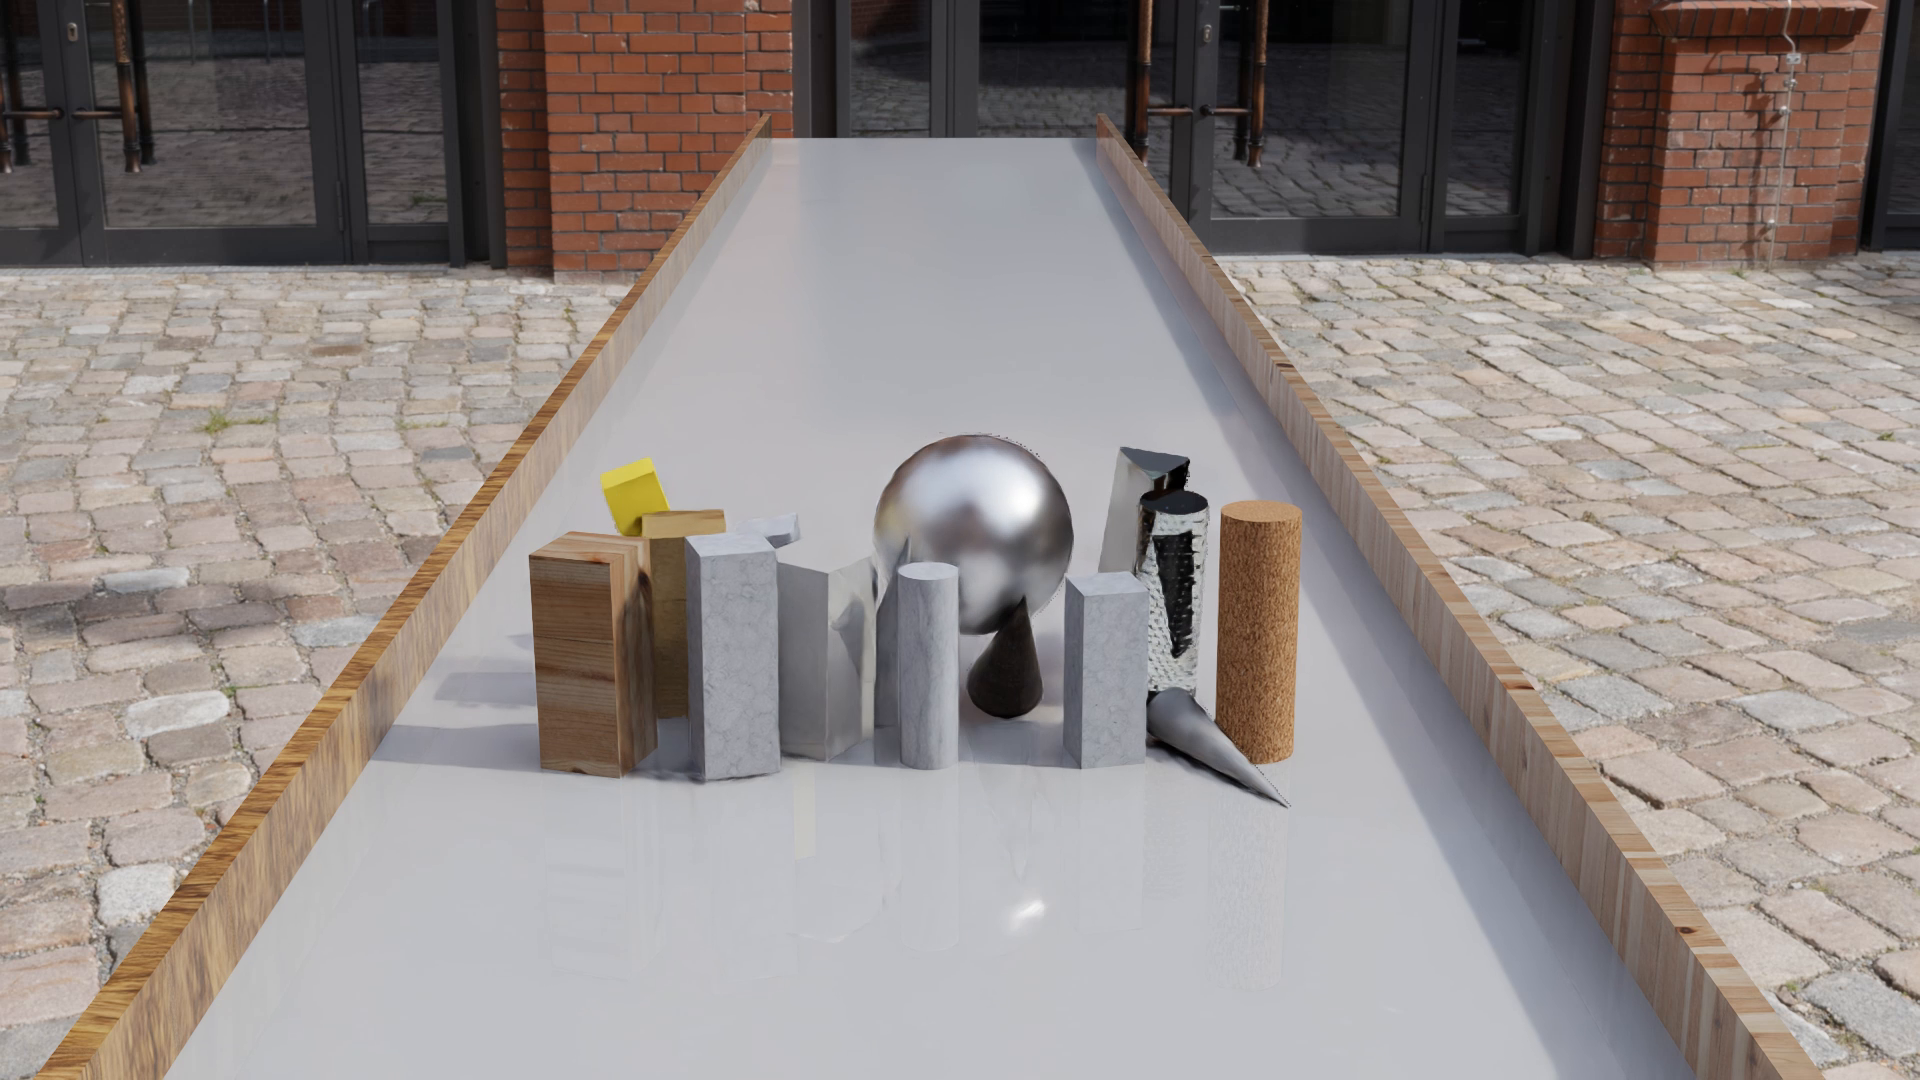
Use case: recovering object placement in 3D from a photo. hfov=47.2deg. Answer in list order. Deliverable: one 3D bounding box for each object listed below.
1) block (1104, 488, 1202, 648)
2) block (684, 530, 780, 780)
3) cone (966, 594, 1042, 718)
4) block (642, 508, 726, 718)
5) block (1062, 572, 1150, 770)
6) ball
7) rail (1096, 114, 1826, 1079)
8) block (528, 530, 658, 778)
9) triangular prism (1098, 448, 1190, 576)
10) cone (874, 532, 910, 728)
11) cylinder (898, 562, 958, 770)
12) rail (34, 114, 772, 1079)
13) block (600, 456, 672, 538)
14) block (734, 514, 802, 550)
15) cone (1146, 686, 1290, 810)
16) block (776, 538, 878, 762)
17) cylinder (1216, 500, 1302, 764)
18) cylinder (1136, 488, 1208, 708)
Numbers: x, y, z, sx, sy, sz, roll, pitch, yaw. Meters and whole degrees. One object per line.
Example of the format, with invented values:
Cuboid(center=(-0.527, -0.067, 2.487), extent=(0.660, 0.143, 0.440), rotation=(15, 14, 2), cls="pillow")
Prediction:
Cuboid(center=(0.371, 0.058, 4.418), extent=(0.113, 0.312, 0.113), rotation=(11, 37, -14), cls="block")
Cuboid(center=(-0.396, 0.200, 3.828), extent=(0.132, 0.403, 0.132), rotation=(-5, 16, -18), cls="block")
Cuboid(center=(0.099, 0.185, 4.019), extent=(0.144, 0.306, 0.144), rotation=(3, 54, -5), cls="cone")
Cuboid(center=(-0.511, 0.137, 4.128), extent=(0.153, 0.355, 0.153), rotation=(-3, 19, -7), cls="block")
Cuboid(center=(0.257, 0.230, 3.892), extent=(0.118, 0.321, 0.118), rotation=(-4, 17, -13), cls="block")
Cuboid(center=(0.024, -0.010, 4.095), extent=(0.374, 0.374, 0.374), rotation=(0, 17, 0), cls="ball")
Cuboid(center=(0.932, -0.844, 7.801), extent=(0.050, 0.150, 12.000), rotation=(0, 17, -1), cls="rail")
Cuboid(center=(-0.642, 0.200, 3.866), extent=(0.154, 0.393, 0.154), rotation=(5, 17, 17), cls="block")
Cuboid(center=(0.326, 0.037, 4.277), extent=(0.116, 0.444, 0.134), rotation=(25, 33, 28), cls="triangular prism")
Cuboid(center=(-0.120, 0.144, 3.990), extent=(0.136, 0.409, 0.136), rotation=(7, 37, -5), cls="cone")
Cuboid(center=(-0.054, 0.222, 3.865), extent=(0.105, 0.352, 0.105), rotation=(0, 17, 0), cls="cylinder")
Cuboid(center=(-1.118, -0.838, 7.780), extent=(0.050, 0.150, 12.000), rotation=(0, 17, -1), cls="rail")
Cuboid(center=(-0.566, 0.064, 4.236), extent=(0.102, 0.430, 0.102), rotation=(-21, 21, -5), cls="block")
Cuboid(center=(-0.336, 0.140, 4.104), extent=(0.112, 0.353, 0.112), rotation=(-7, 19, 5), cls="block")
Cuboid(center=(0.468, 0.384, 3.846), extent=(0.103, 0.103, 0.373), rotation=(-9, 27, -28), cls="cone")
Cuboid(center=(-0.257, 0.194, 3.945), extent=(0.153, 0.352, 0.153), rotation=(12, 20, 30), cls="block")
Cuboid(center=(0.527, 0.163, 3.895), extent=(0.140, 0.446, 0.140), rotation=(0, 16, 0), cls="cylinder")
Cuboid(center=(0.391, 0.113, 4.130), extent=(0.128, 0.398, 0.128), rotation=(1, 22, 0), cls="cylinder")
